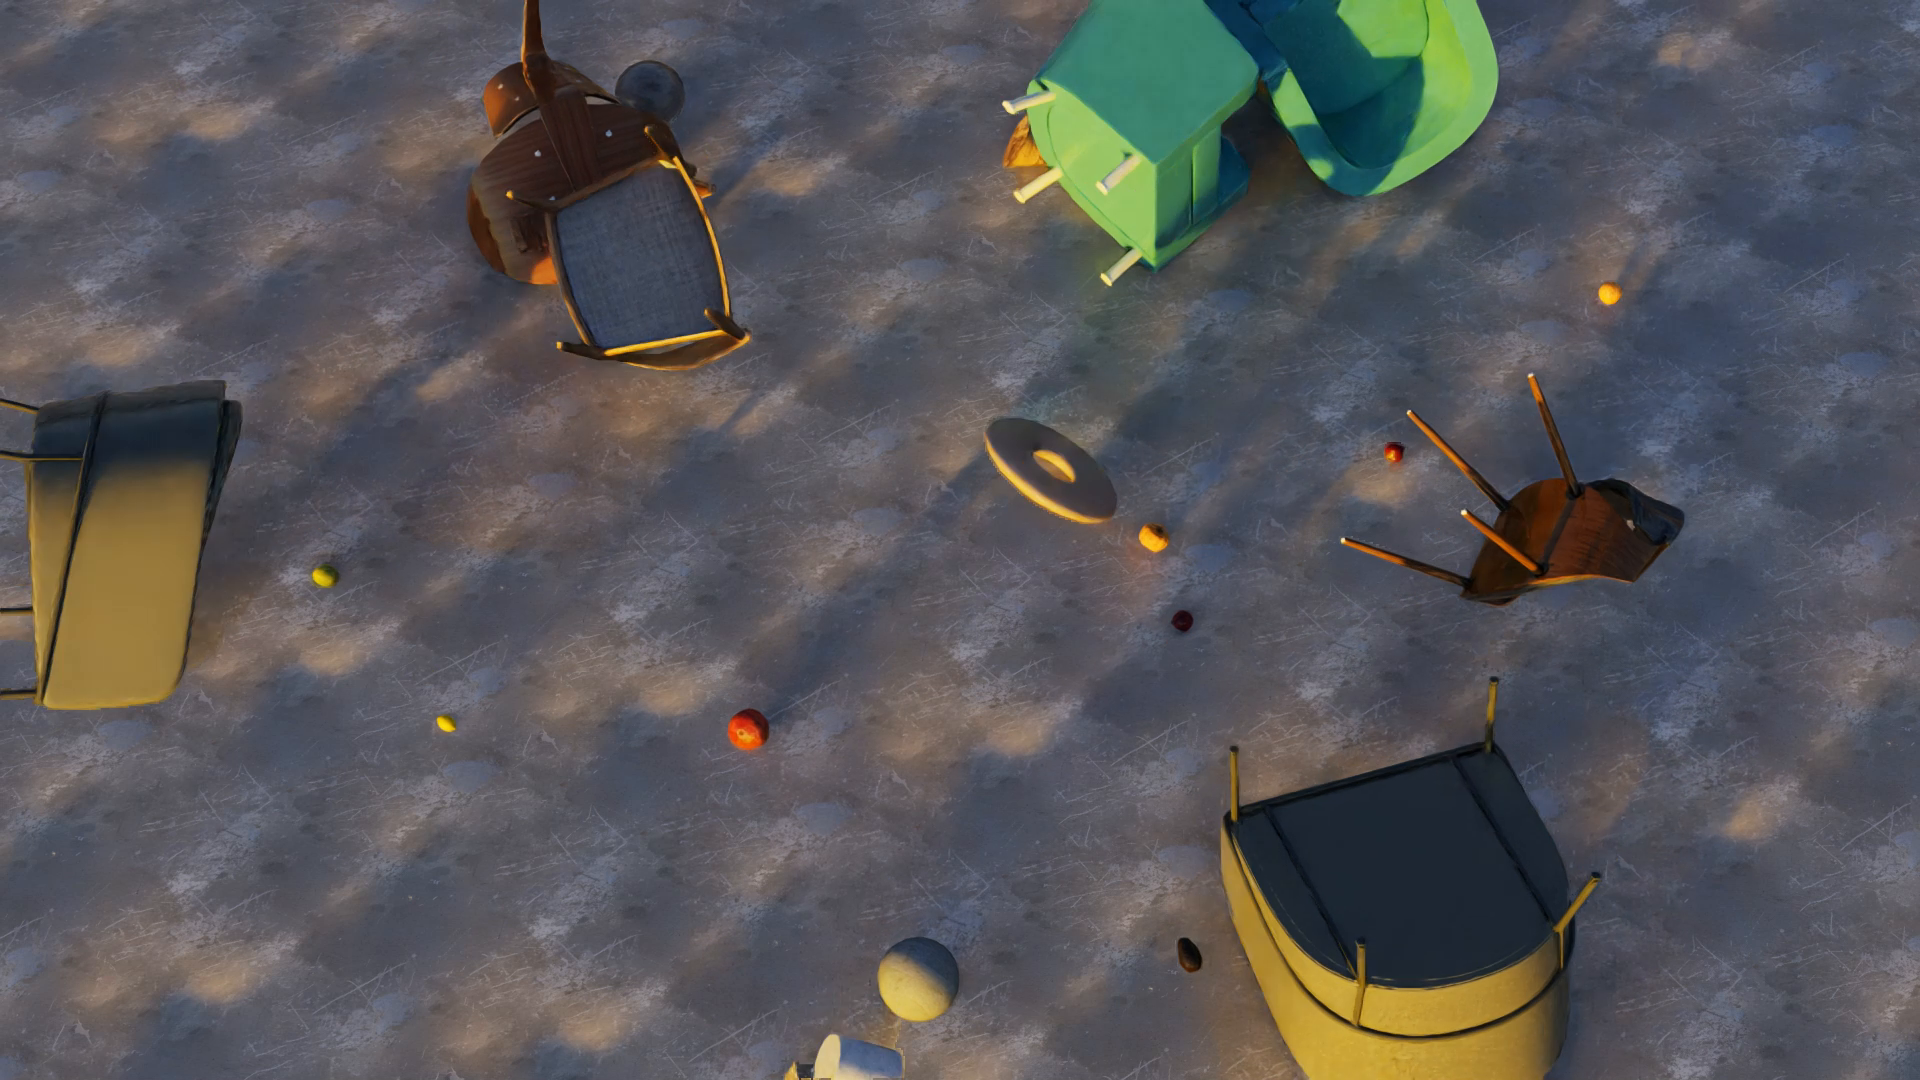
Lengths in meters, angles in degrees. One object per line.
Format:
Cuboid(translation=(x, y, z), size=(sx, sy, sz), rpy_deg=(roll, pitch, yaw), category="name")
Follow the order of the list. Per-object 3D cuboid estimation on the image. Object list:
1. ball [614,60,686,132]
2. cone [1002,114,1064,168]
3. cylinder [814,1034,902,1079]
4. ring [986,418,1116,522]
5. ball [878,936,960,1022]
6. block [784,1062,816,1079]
Cuboid(translation=(-1.048, -1.502, 7.438), size=(0.239, 0.239, 0.239), rpy_deg=(0, 56, 0), category="ball")
Cuboid(translation=(0.271, -1.303, 7.397), size=(0.184, 0.186, 0.192), rpy_deg=(23, 95, -17), category="cone")
Cuboid(translation=(-0.241, 1.258, 5.215), size=(0.166, 0.136, 0.136), rpy_deg=(20, 17, -23), category="cylinder")
Cuboid(translation=(0.274, -0.209, 6.501), size=(0.441, 0.071, 0.514), rpy_deg=(47, 26, 21), category="ring")
Cuboid(translation=(-0.107, 1.134, 5.684), size=(0.213, 0.213, 0.213), rpy_deg=(0, 56, 0), category="ball")
Cuboid(translation=(-0.395, 1.386, 5.559), size=(0.081, 0.100, 0.076), rpy_deg=(12, 35, -30), category="block")
